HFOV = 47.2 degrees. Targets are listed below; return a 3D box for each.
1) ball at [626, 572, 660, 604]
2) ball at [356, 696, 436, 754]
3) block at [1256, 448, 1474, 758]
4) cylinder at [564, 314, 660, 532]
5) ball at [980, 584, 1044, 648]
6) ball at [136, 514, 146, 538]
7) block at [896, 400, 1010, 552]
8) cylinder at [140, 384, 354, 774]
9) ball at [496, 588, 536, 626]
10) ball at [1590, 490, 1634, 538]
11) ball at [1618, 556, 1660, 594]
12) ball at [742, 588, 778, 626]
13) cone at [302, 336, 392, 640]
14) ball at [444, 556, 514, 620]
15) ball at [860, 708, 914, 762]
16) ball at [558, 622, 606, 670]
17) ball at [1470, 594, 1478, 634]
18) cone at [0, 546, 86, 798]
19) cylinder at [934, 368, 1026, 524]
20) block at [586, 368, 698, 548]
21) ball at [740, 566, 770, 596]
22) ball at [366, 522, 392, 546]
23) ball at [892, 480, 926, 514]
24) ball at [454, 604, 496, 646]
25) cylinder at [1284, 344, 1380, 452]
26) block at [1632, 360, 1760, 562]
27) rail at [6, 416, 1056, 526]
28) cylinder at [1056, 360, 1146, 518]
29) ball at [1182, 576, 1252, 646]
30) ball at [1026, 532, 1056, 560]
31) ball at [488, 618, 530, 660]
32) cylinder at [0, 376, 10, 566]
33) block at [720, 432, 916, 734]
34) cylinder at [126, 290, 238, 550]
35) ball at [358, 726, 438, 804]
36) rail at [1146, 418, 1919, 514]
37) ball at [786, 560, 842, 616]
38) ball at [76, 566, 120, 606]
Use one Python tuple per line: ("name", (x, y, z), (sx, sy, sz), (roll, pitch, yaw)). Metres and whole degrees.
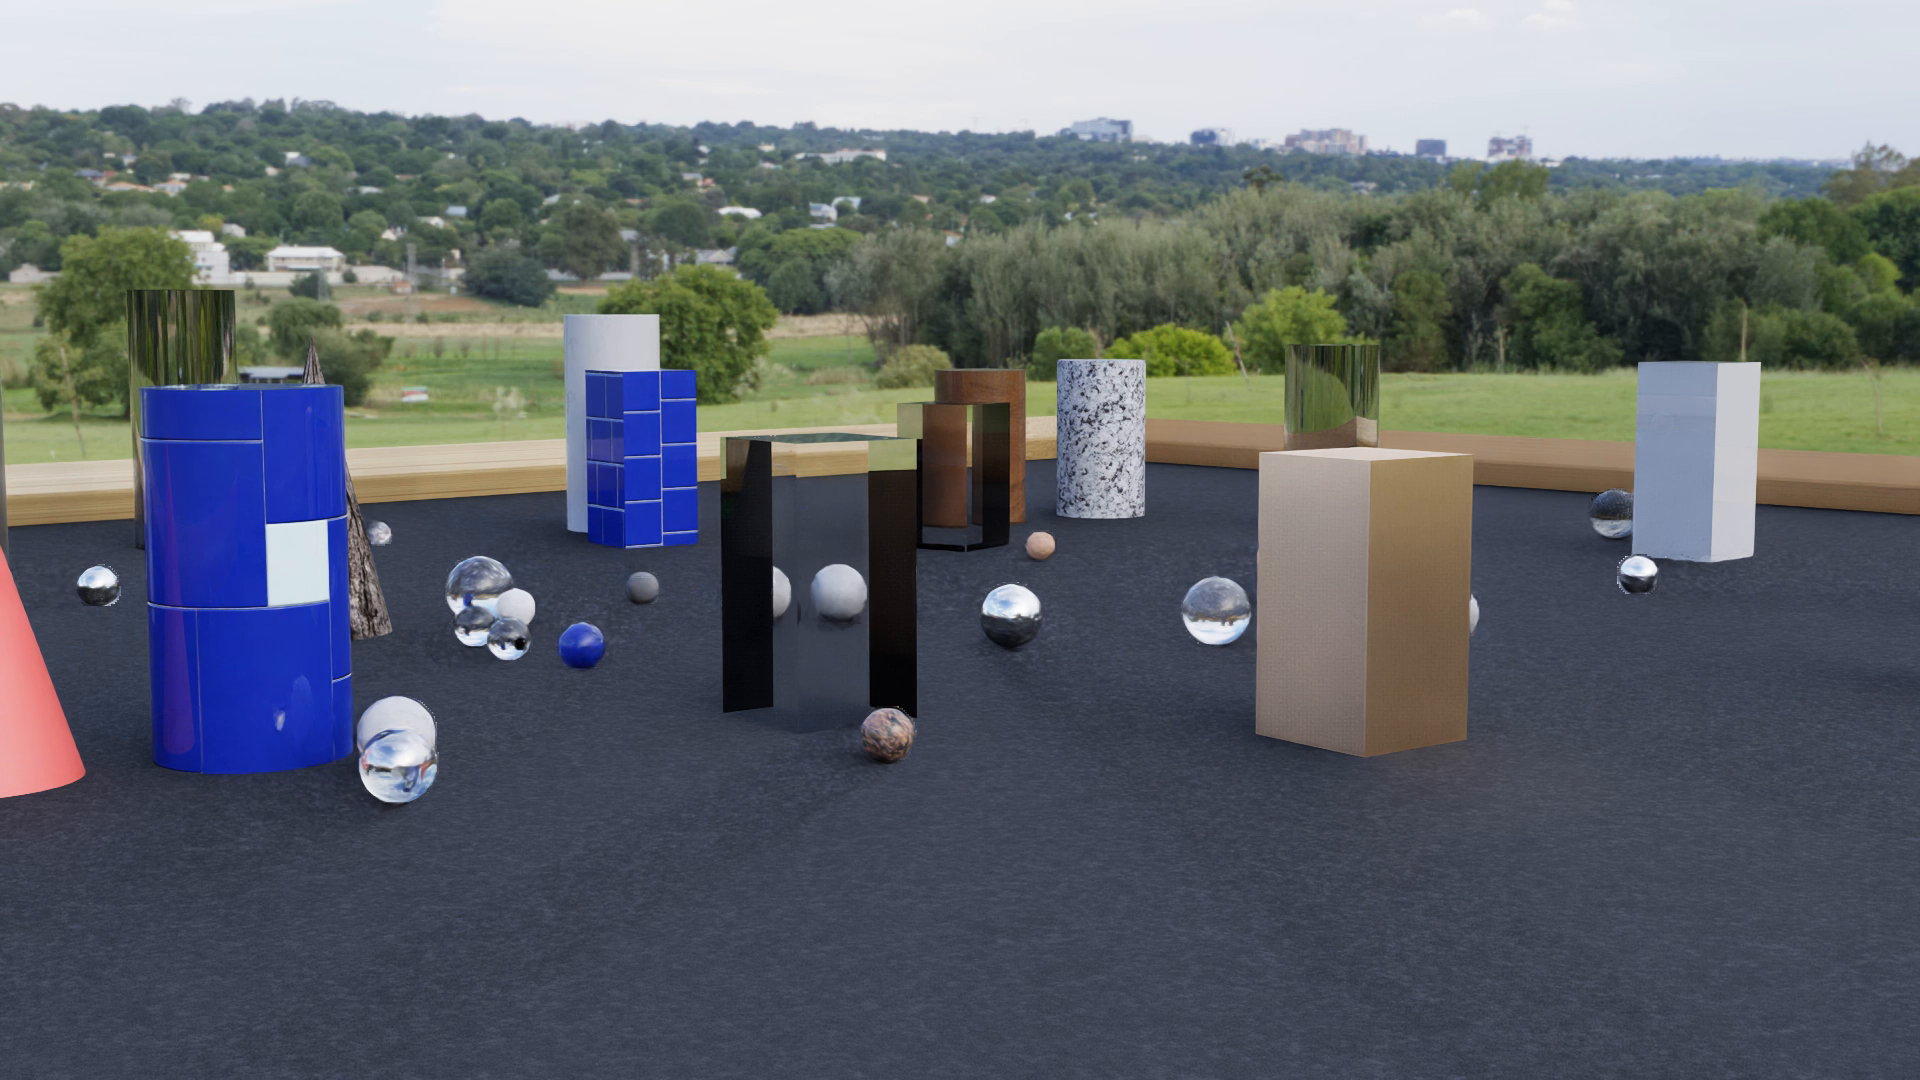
("ball", (-0.479, 0.073, 3.315), (0.050, 0.050, 0.050), (0, 6, 0))
("ball", (-0.541, 0.187, 2.111), (0.074, 0.074, 0.074), (0, 6, 0))
("block", (0.418, 0.058, 2.279), (0.153, 0.296, 0.153), (-5, 8, -37))
("cylinder", (-0.702, -0.239, 4.450), (0.192, 0.432, 0.192), (0, 6, 0))
("ball", (0.068, 0.100, 2.895), (0.083, 0.083, 0.083), (0, 6, 0))
("ball", (-1.562, -0.027, 4.243), (0.053, 0.053, 0.053), (0, 6, 0))
("block", (-0.012, -0.123, 4.127), (0.153, 0.269, 0.153), (4, 7, 32))
("cylinder", (-0.707, 0.032, 2.186), (0.192, 0.368, 0.192), (0, 6, 0))
("ball", (-0.620, 0.096, 3.069), (0.056, 0.056, 0.056), (0, 6, 0))
("ball", (1.270, -0.050, 4.267), (0.095, 0.095, 0.095), (0, 6, 0))
("ball", (1.059, 0.055, 3.429), (0.061, 0.061, 0.061), (0, 6, 0))
("ball", (-0.282, 0.095, 3.096), (0.052, 0.052, 0.052), (0, 6, 0))
("cone", (-0.882, -0.077, 3.011), (0.192, 0.411, 0.192), (0, 6, 0))
("ball", (-0.679, 0.071, 3.110), (0.096, 0.096, 0.096), (0, 6, 0))
("ball", (-0.072, 0.192, 2.167), (0.053, 0.053, 0.053), (0, 6, 0))
("ball", (-0.468, 0.131, 2.722), (0.058, 0.058, 0.058), (0, 6, 0))
("ball", (0.653, 0.098, 2.939), (0.078, 0.078, 0.078), (0, 6, 0))
("cone", (-0.932, 0.067, 2.068), (0.192, 0.322, 0.192), (0, 6, 0))
("cylinder", (0.042, -0.198, 4.605), (0.192, 0.317, 0.192), (0, 6, 0))
("block", (-0.605, -0.158, 4.179), (0.153, 0.329, 0.153), (-4, 7, -36))
("ball", (-0.319, 0.063, 3.417), (0.047, 0.047, 0.047), (0, 6, 0))
("ball", (-1.091, -0.011, 4.129), (0.047, 0.047, 0.047), (0, 6, 0))
("ball", (-0.110, -0.092, 4.772), (0.073, 0.073, 0.073), (0, 6, 0))
("ball", (-0.640, 0.113, 2.903), (0.056, 0.056, 0.056), (0, 6, 0))
("cylinder", (0.756, -0.211, 4.476), (0.192, 0.371, 0.192), (0, 6, 0))
("block", (1.323, -0.145, 3.954), (0.153, 0.349, 0.153), (-6, 8, -43))
("rail", (-1.469, -0.134, 4.915), (5.012, 0.125, 0.045), (-6, 8, -42))
("cylinder", (0.305, -0.222, 4.758), (0.192, 0.334, 0.192), (0, 6, 0))
("ball", (0.340, 0.094, 2.913), (0.091, 0.091, 0.091), (0, 6, 0))
("ball", (0.143, 0.010, 3.897), (0.052, 0.052, 0.052), (0, 6, 0))
("ball", (-0.572, 0.126, 2.789), (0.054, 0.054, 0.054), (0, 6, 0))
("cylinder", (-1.740, -0.181, 3.760), (0.192, 0.462, 0.192), (0, 6, 0))
("block", (-0.154, 0.041, 2.398), (0.153, 0.305, 0.153), (-5, 8, -37))
("cylinder", (-1.450, -0.227, 4.117), (0.192, 0.479, 0.192), (0, 6, 0))
("ball", (-0.507, 0.203, 1.985), (0.069, 0.069, 0.069), (0, 6, 0))
("rail", (1.824, -0.144, 5.006), (0.045, 0.125, 4.380), (-6, 8, -42))
("ball", (-0.211, 0.070, 3.190), (0.082, 0.082, 0.082), (0, 6, 0))
("ball", (-1.291, 0.070, 3.293), (0.060, 0.060, 0.060), (0, 6, 0))
